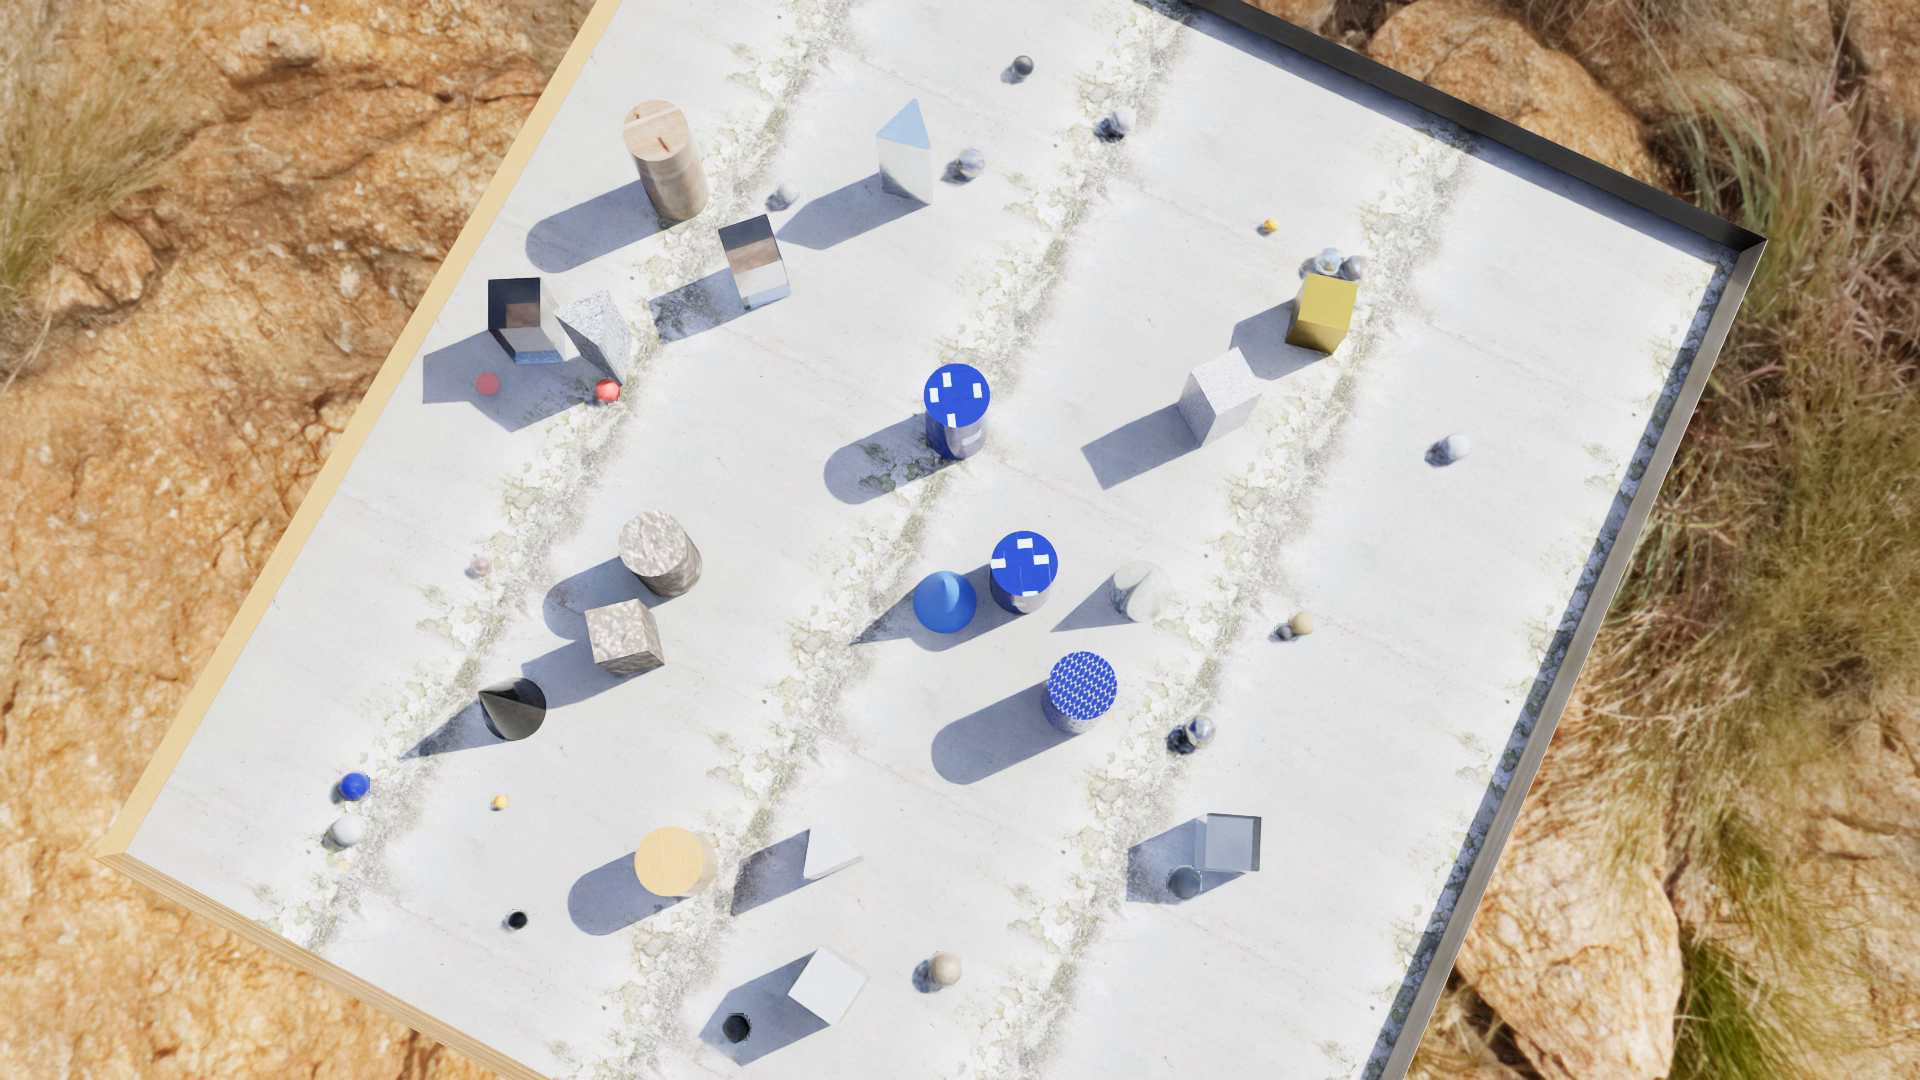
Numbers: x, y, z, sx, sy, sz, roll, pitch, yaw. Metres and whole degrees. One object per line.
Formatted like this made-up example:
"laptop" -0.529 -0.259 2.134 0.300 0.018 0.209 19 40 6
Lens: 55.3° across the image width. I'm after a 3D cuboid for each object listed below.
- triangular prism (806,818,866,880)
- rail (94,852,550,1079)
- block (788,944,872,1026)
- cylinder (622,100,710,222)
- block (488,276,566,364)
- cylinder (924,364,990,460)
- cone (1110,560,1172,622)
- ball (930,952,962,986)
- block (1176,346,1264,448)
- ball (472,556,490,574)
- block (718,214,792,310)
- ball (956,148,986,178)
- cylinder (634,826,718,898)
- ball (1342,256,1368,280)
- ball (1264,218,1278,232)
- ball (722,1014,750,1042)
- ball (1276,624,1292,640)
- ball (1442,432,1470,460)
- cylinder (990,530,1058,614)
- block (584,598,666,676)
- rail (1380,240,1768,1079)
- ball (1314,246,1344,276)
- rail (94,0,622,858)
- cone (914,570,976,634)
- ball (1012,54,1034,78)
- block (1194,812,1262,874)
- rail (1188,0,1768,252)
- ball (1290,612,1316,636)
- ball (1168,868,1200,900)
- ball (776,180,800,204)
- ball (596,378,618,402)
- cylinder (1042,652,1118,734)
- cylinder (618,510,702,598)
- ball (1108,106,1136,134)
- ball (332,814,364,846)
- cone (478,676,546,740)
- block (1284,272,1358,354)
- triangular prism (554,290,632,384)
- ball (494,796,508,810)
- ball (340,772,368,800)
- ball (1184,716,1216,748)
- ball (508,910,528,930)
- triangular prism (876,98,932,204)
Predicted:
"triangular prism" -0.384 0.875 5.287 0.168 0.291 0.145 -22 79 -4
"rail" -0.870 1.710 5.197 3.638 0.126 0.045 26 80 5
"block" -0.362 1.255 5.175 0.155 0.356 0.155 33 80 6
"cylinder" -0.895 -1.155 5.614 0.194 0.472 0.194 0 78 0
"block" -1.315 -0.664 5.577 0.155 0.347 0.155 -3 78 -1
"cylinder" -0.009 -0.381 5.499 0.194 0.384 0.194 0 78 0
"cone" 0.552 0.120 5.414 0.194 0.348 0.194 0 78 0
"ball" -0.040 1.245 5.309 0.097 0.097 0.097 0 78 0
"block" 0.778 -0.425 5.516 0.155 0.370 0.155 -27 80 -5
"ball" -1.455 0.079 5.572 0.054 0.054 0.054 0 78 0
"block" -0.628 -0.851 5.632 0.155 0.315 0.155 -19 79 -4
"ball" 0.035 -1.200 5.817 0.093 0.093 0.093 0 78 0
"cylinder" -0.814 0.929 5.272 0.194 0.299 0.194 0 78 0
"ball" 1.241 -0.855 5.751 0.078 0.078 0.078 0 78 0
"ball" 0.987 -0.998 5.801 0.044 0.044 0.044 0 78 0
"ball" -0.646 1.410 5.285 0.078 0.078 0.078 0 78 0
"ball" 0.981 0.279 5.535 0.047 0.047 0.047 0 78 0
"ball" 1.525 -0.287 5.633 0.083 0.083 0.083 0 78 0
"cylinder" 0.186 0.099 5.436 0.194 0.313 0.194 0 78 0
"block" -0.984 0.291 5.400 0.155 0.306 0.155 -14 79 -3
"rail" 1.606 0.793 5.387 0.045 0.126 3.936 26 80 5
"ball" 1.160 -0.876 5.752 0.090 0.090 0.090 0 78 0
"rail" -1.606 -0.780 5.713 0.045 0.126 3.936 26 80 5
"cone" -0.046 0.152 5.400 0.194 0.363 0.194 0 78 0
"ball" 0.204 -1.525 5.896 0.071 0.071 0.071 0 78 0
"block" 0.774 0.880 5.308 0.155 0.248 0.155 4 78 1
"rail" 0.870 -1.697 5.902 3.638 0.126 0.045 26 80 5
"ball" 1.033 0.253 5.523 0.073 0.073 0.073 0 78 0
"ball" 0.657 1.004 5.359 0.092 0.092 0.092 0 78 0
"ball" -0.544 -1.102 5.807 0.074 0.074 0.074 0 78 0
"ball" -1.093 -0.464 5.676 0.072 0.072 0.072 0 78 0
"cylinder" 0.343 0.448 5.316 0.194 0.407 0.194 0 78 0
"cylinder" -0.883 0.045 5.427 0.194 0.353 0.194 0 78 0
"ball" 0.519 -1.340 5.849 0.088 0.088 0.088 0 78 0
"ball" -1.801 0.854 5.394 0.090 0.090 0.090 0 78 0
"cone" -1.340 0.464 5.301 0.194 0.431 0.194 0 78 0
"block" 1.111 -0.695 5.641 0.155 0.234 0.155 14 79 3
"triangular prism" -1.072 -0.630 5.534 0.168 0.417 0.145 35 80 7
"ball" -1.361 0.777 5.435 0.041 0.041 0.041 0 78 0
"ball" -1.794 0.728 5.424 0.082 0.082 0.082 0 78 0
"ball" 0.716 0.569 5.451 0.094 0.094 0.094 0 78 0
"ball" -1.292 1.112 5.358 0.055 0.055 0.055 0 78 0
"triangular prism" -0.151 -1.204 5.650 0.168 0.422 0.145 14 79 3
